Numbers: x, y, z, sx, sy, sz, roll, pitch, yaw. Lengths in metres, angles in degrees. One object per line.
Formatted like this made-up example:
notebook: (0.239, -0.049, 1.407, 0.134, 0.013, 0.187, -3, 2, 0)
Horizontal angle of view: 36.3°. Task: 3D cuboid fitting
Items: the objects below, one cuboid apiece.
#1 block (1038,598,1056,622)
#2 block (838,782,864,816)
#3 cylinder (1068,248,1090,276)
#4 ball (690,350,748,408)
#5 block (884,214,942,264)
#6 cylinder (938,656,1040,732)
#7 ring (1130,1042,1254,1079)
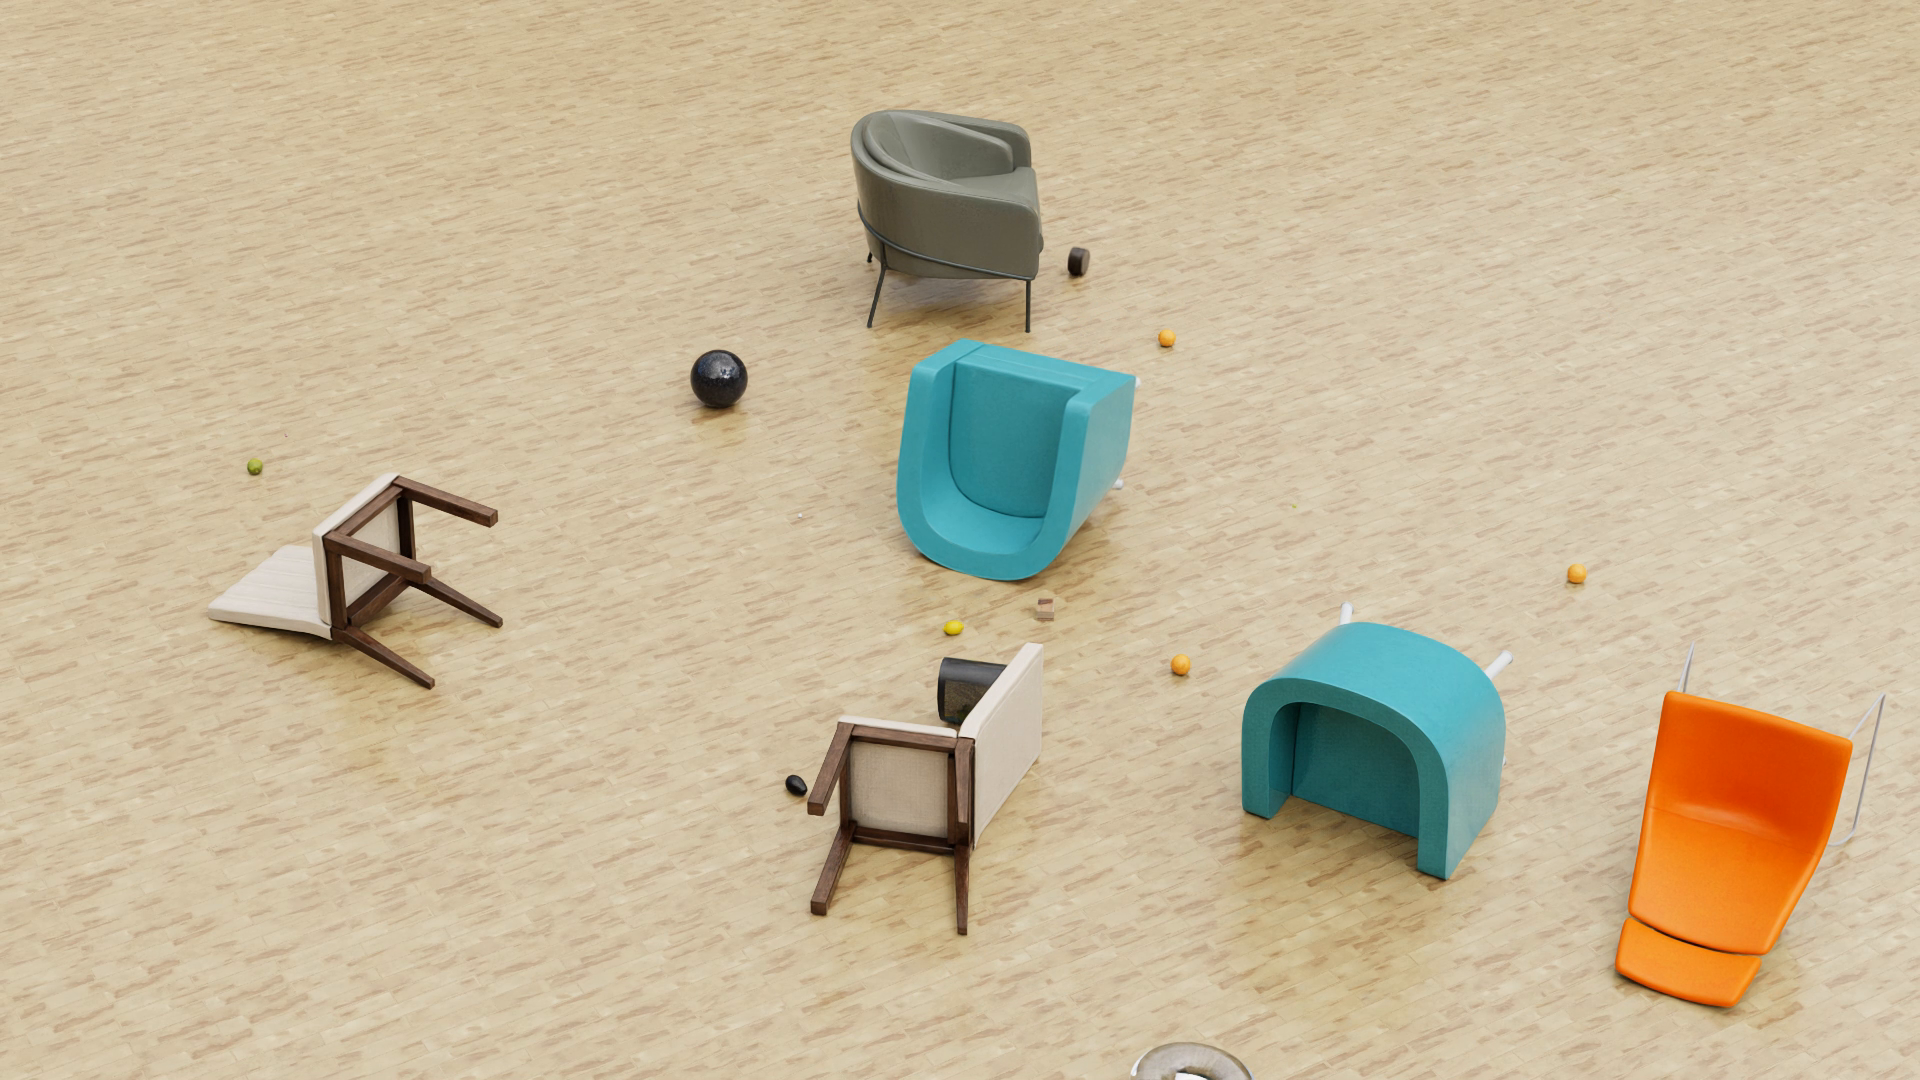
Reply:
block: (0.309, 0.249, 10.528, 0.060, 0.042, 0.085, 2, 33, 3)
block: (-0.357, 0.847, 9.590, 0.064, 0.077, 0.072, -13, 36, -19)
cylinder: (0.513, -1.205, 12.671, 0.063, 0.113, 0.111, 13, 46, 18)
ball: (-0.963, -0.645, 11.711, 0.234, 0.234, 0.234, 0, 33, 0)
block: (-0.205, -1.319, 12.845, 0.153, 0.111, 0.209, 24, 40, 32)
cylinder: (0.096, 0.522, 9.902, 0.308, 0.289, 0.191, 7, 58, 10)
ring: (0.675, 1.585, 8.450, 0.394, 0.099, 0.348, 23, 41, 32)
